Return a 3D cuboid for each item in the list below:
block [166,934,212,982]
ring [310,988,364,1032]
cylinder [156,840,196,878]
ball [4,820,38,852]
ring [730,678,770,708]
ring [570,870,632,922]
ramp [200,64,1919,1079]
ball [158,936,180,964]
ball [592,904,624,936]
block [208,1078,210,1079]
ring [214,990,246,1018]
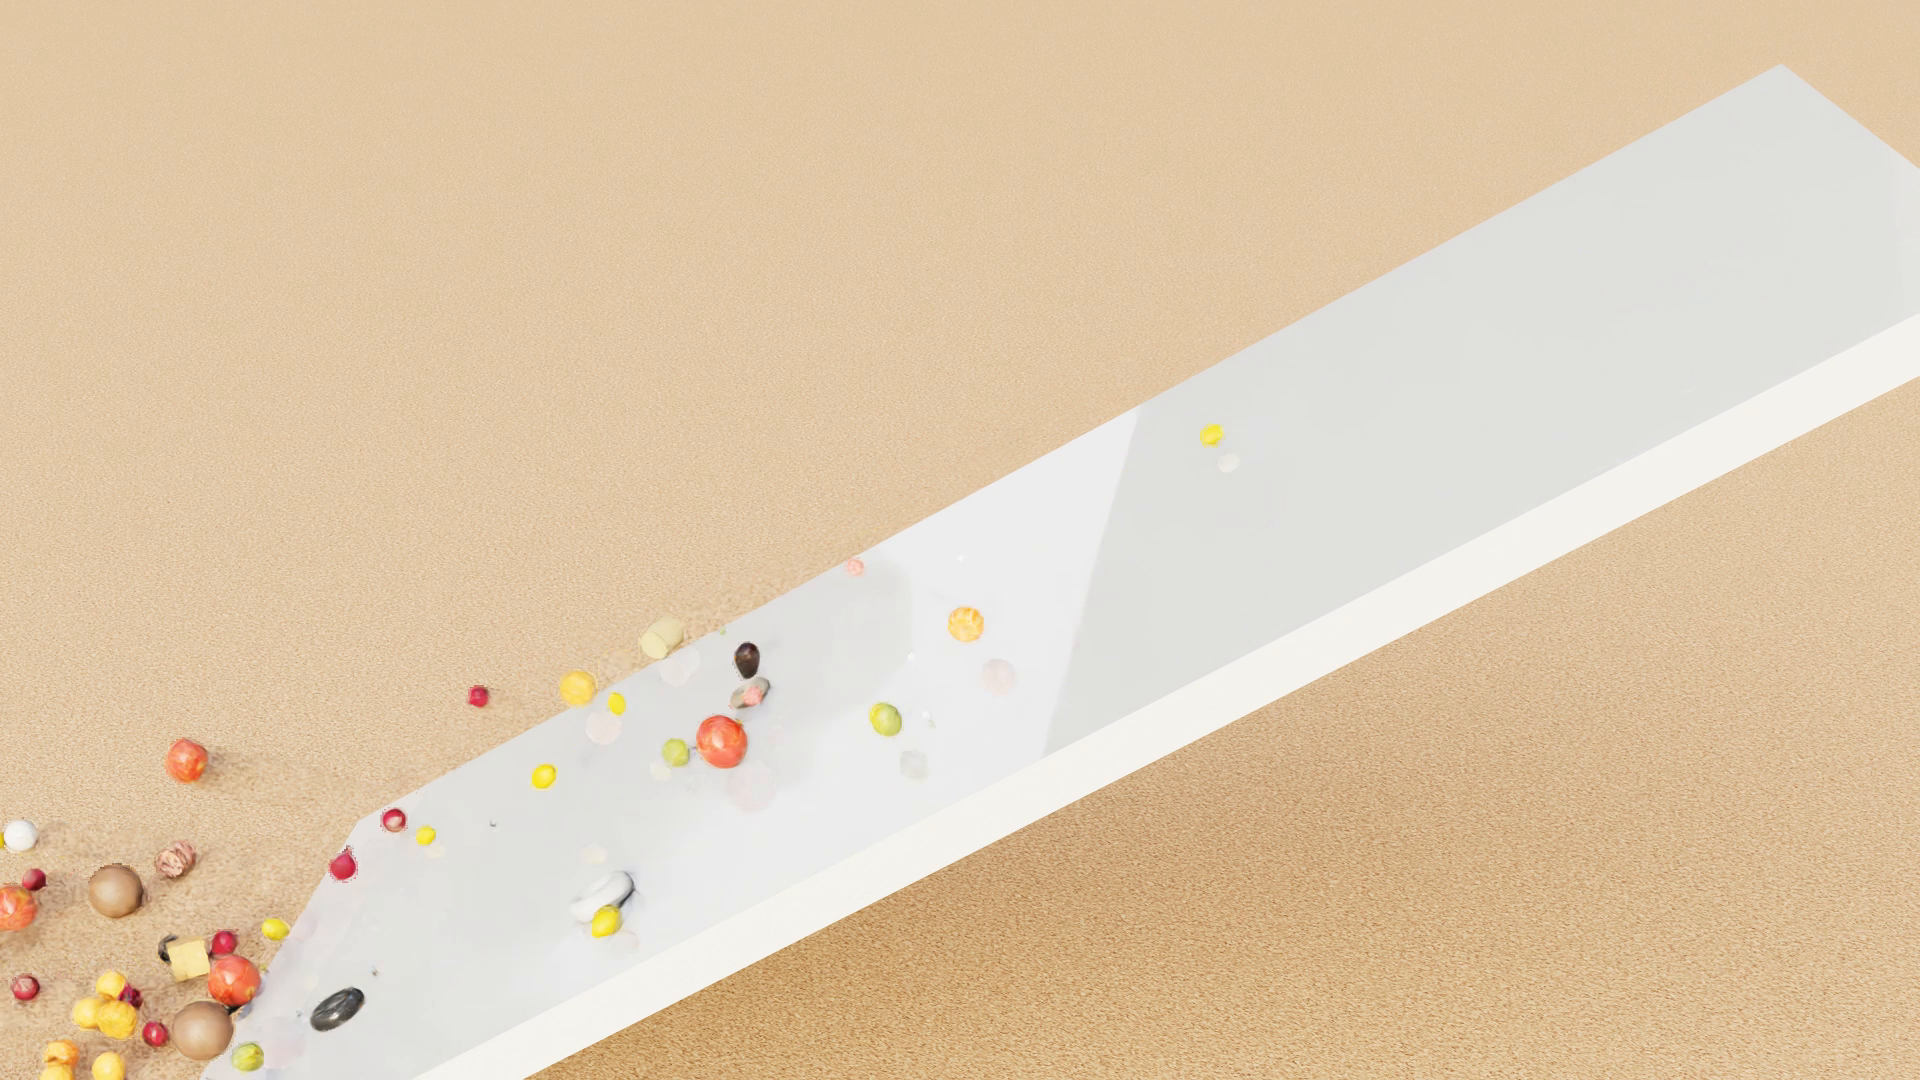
[{"bbox_3d":[-1.822,0.985,6.945,0.082,0.082,0.082,-15,7,-16],"label":"block"},{"bbox_3d":[-1.306,0.984,6.166,0.125,0.042,0.125,-28,15,8],"label":"ring"},{"bbox_3d":[-1.996,0.813,7.493,0.072,0.072,0.072,5,19,15],"label":"cylinder"},{"bbox_3d":[-2.441,0.768,7.646,0.083,0.083,0.083,0,18,0],"label":"ball"},{"bbox_3d":[-0.476,0.346,6.658,0.101,0.034,0.101,-30,13,8],"label":"ring"},{"bbox_3d":[-0.718,0.713,5.881,0.144,0.048,0.144,-31,11,6],"label":"ring"},{"bbox_3d":[0.142,0.168,6.284,4.000,0.100,2.000,-28,15,12],"label":"ramp"},{"bbox_3d":[-1.887,0.979,7.037,0.066,0.066,0.066,0,18,0],"label":"ball"},{"bbox_3d":[-0.683,0.737,5.706,0.059,0.059,0.059,0,18,0],"label":"ball"},{"bbox_3d":[-1.452,1.106,5.774,0.063,0.063,0.063,14,19,-29],"label":"block"},{"bbox_3d":[-1.656,1.053,6.672,0.083,0.028,0.083,-28,15,8],"label":"ring"}]
